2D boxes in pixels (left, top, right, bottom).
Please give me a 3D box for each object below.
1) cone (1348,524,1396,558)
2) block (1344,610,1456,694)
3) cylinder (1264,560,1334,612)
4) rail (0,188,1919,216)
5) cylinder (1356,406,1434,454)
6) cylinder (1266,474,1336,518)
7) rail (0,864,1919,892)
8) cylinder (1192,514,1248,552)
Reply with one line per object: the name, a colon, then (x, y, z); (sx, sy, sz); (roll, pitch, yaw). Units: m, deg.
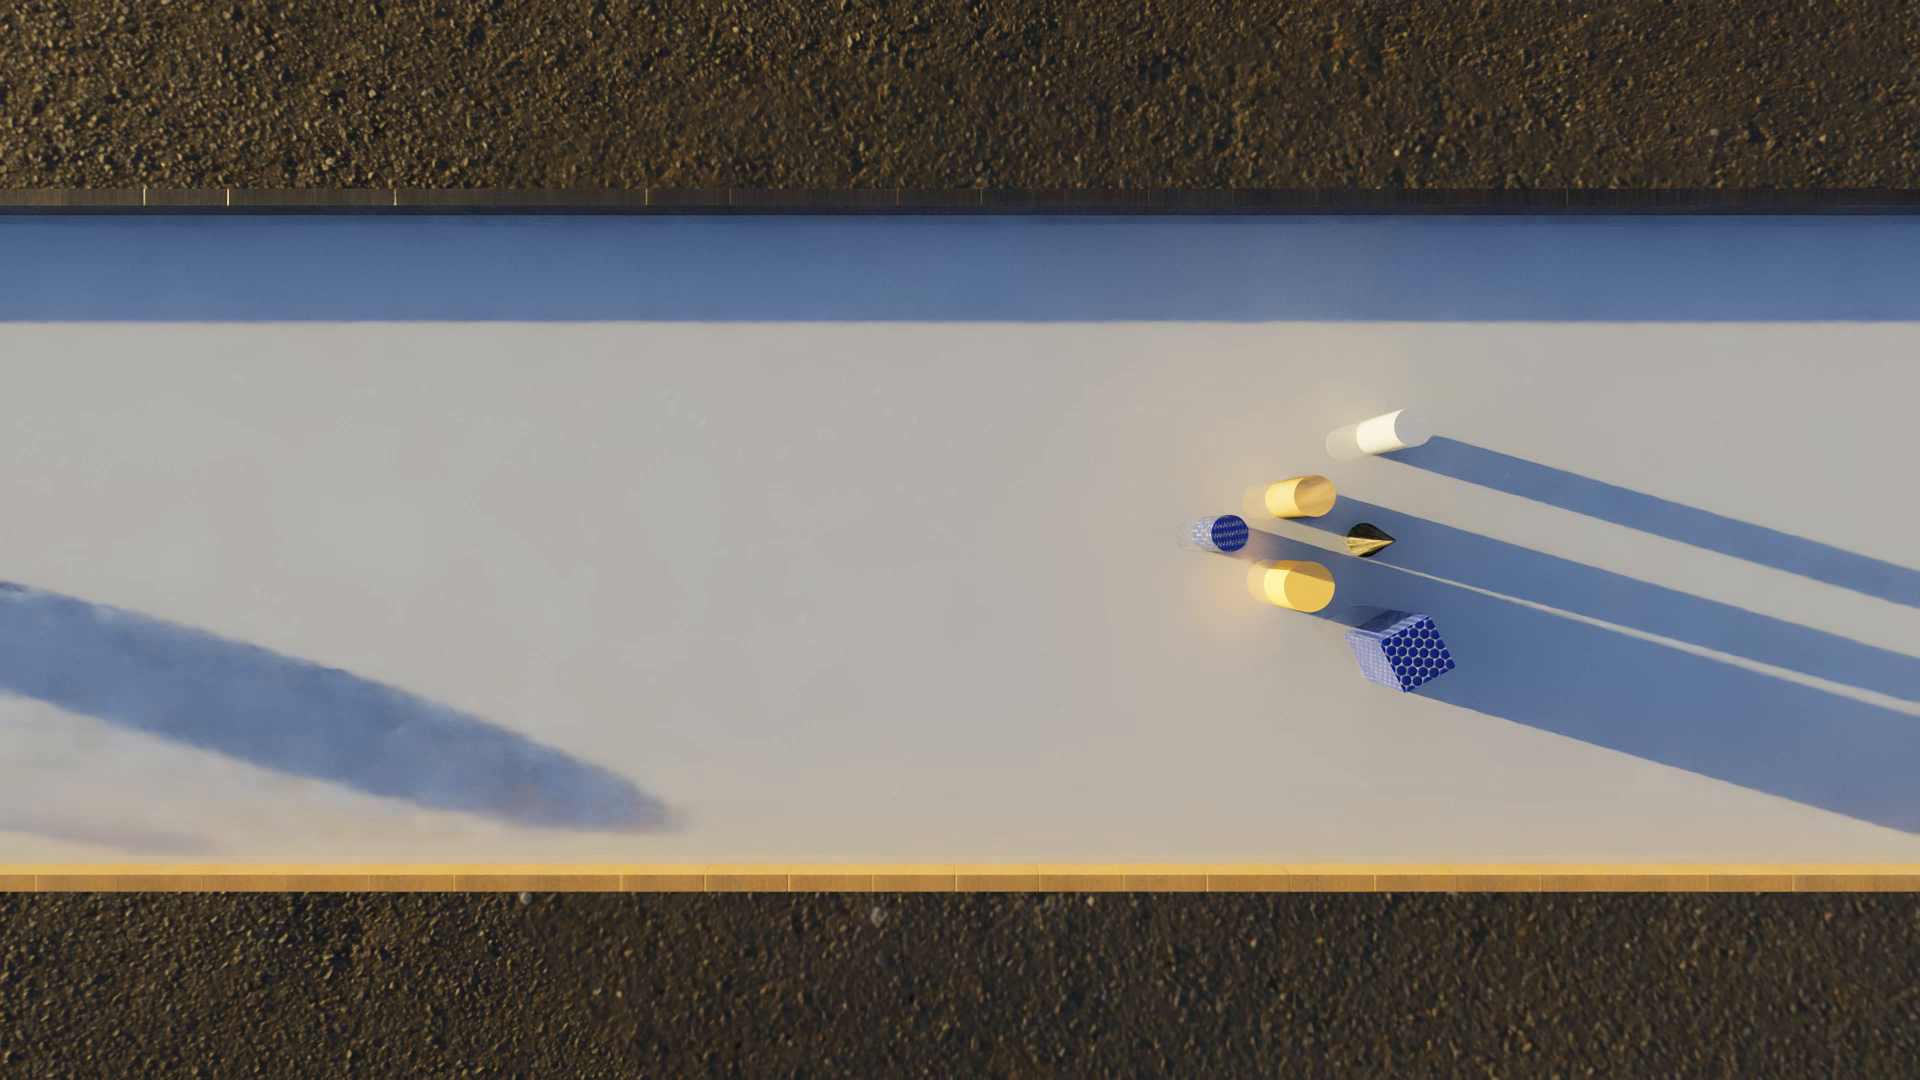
cone: (1.245, 0.001, 4.890); (0.106, 0.373, 0.106); (0, 90, 0)
block: (1.289, 0.323, 4.863); (0.162, 0.426, 0.162); (-27, 90, 0)
cylinder: (1.009, 0.135, 4.922); (0.147, 0.310, 0.147); (0, 90, 0)
rail: (-2.247, -1.025, 5.002); (12.000, 0.150, 0.050); (0, 90, 0)
cylinder: (1.277, -0.319, 4.859); (0.113, 0.434, 0.113); (0, 90, 0)
cylinder: (0.999, -0.125, 4.860); (0.119, 0.433, 0.119); (0, 90, 0)
rail: (-2.247, 1.025, 5.001); (12.000, 0.150, 0.050); (0, 90, 0)
cylinder: (0.768, -0.019, 4.884); (0.107, 0.384, 0.107); (0, 90, 0)
